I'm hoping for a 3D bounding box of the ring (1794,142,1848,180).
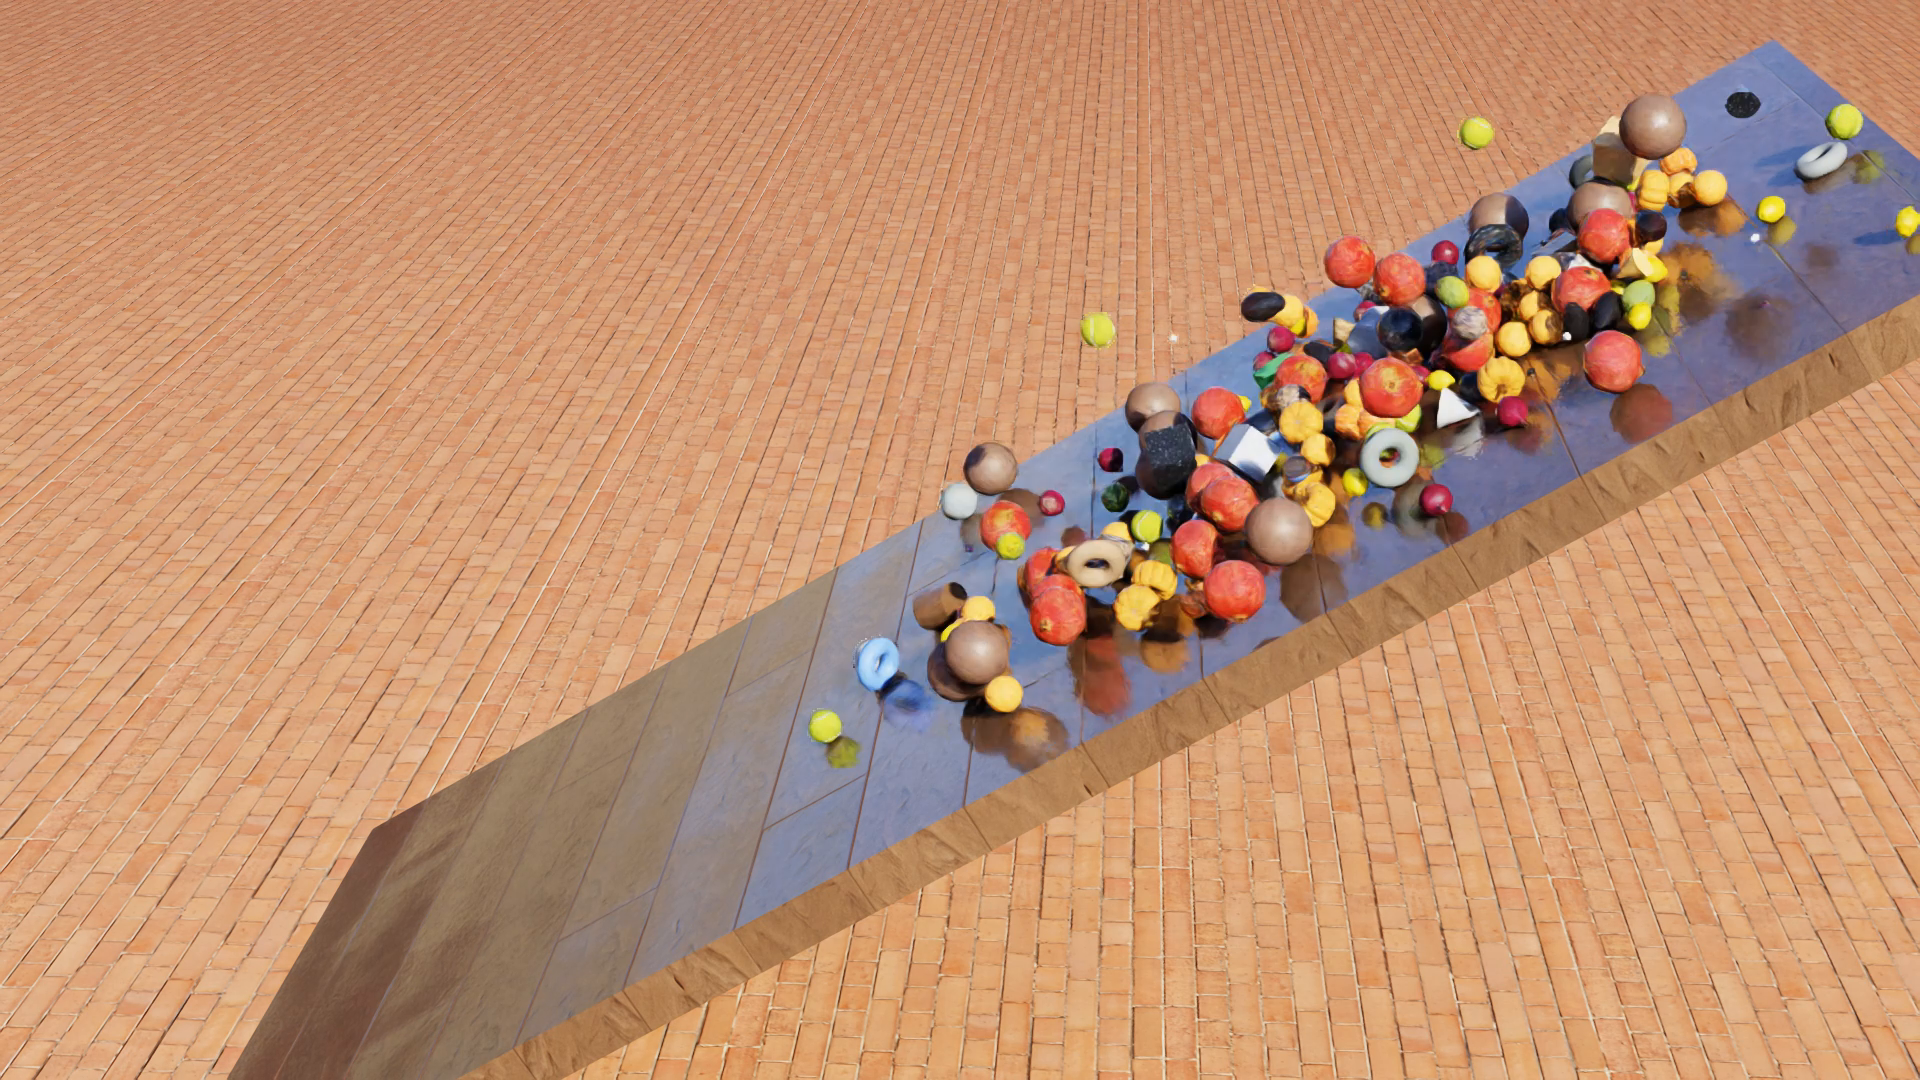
[{"bbox_3d":[1.688,-0.744,5.770,0.109,0.036,0.109,-31,16,10],"label":"ring"}]

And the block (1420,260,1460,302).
[{"bbox_3d":[1.016,-0.549,6.220,0.058,0.058,0.058,-21,-28,39],"label":"block"}]

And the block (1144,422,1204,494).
[{"bbox_3d":[0.440,-0.169,6.065,0.093,0.093,0.093,-14,54,7],"label":"block"}]

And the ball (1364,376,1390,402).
[{"bbox_3d":[0.858,-0.311,6.055,0.052,0.052,0.052,0,19,0],"label":"ball"}]

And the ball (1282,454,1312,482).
[{"bbox_3d":[0.646,-0.137,5.643,0.055,0.055,0.055,0,19,0],"label":"ball"}]

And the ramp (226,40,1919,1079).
[{"bbox_3d":[0.141,0.169,6.288,4.000,0.100,2.000,-29,15,13],"label":"ramp"}]

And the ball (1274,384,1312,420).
[{"bbox_3d":[0.689,-0.286,6.084,0.077,0.077,0.077,0,19,0],"label":"ball"}]

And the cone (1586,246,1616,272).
[{"bbox_3d":[1.278,-0.568,5.898,0.055,0.055,0.055,9,17,-12],"label":"cone"}]

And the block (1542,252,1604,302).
[{"bbox_3d":[1.227,-0.526,5.880,0.076,0.076,0.076,20,-1,-20],"label":"block"}]

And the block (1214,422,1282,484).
[{"bbox_3d":[0.593,-0.179,6.057,0.086,0.086,0.086,34,-4,-17],"label":"block"}]

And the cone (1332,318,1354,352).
[{"bbox_3d":[0.848,-0.450,6.564,0.070,0.070,0.070,27,-5,3],"label":"cone"}]

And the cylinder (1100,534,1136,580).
[{"bbox_3d":[0.311,0.033,5.975,0.073,0.073,0.073,17,9,-3],"label":"cylinder"}]

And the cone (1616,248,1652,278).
[{"bbox_3d":[1.292,-0.521,5.681,0.063,0.063,0.063,-32,-2,36],"label":"cone"}]

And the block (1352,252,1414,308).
[{"bbox_3d":[0.955,-0.581,6.646,0.082,0.082,0.082,-27,14,47],"label":"block"}]

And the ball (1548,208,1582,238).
[{"bbox_3d":[1.287,-0.672,6.256,0.070,0.070,0.070,0,19,0],"label":"ball"}]

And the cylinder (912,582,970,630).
[{"bbox_3d":[-0.040,0.144,6.371,0.088,0.088,0.088,-19,3,41],"label":"cylinder"}]

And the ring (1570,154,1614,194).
[{"bbox_3d":[1.388,-0.803,6.442,0.108,0.108,0.036,-1,49,-3],"label":"ring"}]

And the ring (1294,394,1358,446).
[{"bbox_3d":[0.755,-0.249,6.076,0.148,0.049,0.148,-32,15,10],"label":"ring"}]

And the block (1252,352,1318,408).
[{"bbox_3d":[0.707,-0.345,6.407,0.087,0.087,0.087,-35,15,-8],"label":"block"}]

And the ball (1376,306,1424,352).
[{"bbox_3d":[0.903,-0.432,6.029,0.096,0.096,0.096,0,19,0],"label":"ball"}]

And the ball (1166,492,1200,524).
[{"bbox_3d":[0.459,-0.066,6.054,0.069,0.069,0.069,0,19,0],"label":"ball"}]

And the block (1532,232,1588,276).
[{"bbox_3d":[1.241,-0.571,6.042,0.082,0.082,0.082,-32,15,2],"label":"block"}]

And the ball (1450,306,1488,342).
[{"bbox_3d":[0.993,-0.421,5.732,0.071,0.071,0.071,0,19,0],"label":"ball"}]

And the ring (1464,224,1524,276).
[{"bbox_3d":[1.088,-0.591,5.996,0.123,0.123,0.041,-3,40,-7],"label":"ring"}]

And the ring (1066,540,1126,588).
[{"bbox_3d":[0.271,0.048,5.885,0.121,0.121,0.040,-1,43,-4],"label":"ring"}]

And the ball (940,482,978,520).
[{"bbox_3d":[-0.003,-0.092,7.048,0.091,0.091,0.091,0,19,0],"label":"ball"}]

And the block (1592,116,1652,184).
[{"bbox_3d":[1.353,-0.796,6.011,0.087,0.087,0.087,21,57,31],"label":"block"}]

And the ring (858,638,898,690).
[{"bbox_3d":[-0.174,0.263,6.229,0.039,0.116,0.116,14,24,37],"label":"ring"}]

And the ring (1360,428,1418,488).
[{"bbox_3d":[0.806,-0.154,5.520,0.115,0.115,0.038,-3,14,-9],"label":"ring"}]

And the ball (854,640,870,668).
[{"bbox_3d":[-0.183,0.255,6.312,0.085,0.085,0.085,0,19,0],"label":"ball"}]
